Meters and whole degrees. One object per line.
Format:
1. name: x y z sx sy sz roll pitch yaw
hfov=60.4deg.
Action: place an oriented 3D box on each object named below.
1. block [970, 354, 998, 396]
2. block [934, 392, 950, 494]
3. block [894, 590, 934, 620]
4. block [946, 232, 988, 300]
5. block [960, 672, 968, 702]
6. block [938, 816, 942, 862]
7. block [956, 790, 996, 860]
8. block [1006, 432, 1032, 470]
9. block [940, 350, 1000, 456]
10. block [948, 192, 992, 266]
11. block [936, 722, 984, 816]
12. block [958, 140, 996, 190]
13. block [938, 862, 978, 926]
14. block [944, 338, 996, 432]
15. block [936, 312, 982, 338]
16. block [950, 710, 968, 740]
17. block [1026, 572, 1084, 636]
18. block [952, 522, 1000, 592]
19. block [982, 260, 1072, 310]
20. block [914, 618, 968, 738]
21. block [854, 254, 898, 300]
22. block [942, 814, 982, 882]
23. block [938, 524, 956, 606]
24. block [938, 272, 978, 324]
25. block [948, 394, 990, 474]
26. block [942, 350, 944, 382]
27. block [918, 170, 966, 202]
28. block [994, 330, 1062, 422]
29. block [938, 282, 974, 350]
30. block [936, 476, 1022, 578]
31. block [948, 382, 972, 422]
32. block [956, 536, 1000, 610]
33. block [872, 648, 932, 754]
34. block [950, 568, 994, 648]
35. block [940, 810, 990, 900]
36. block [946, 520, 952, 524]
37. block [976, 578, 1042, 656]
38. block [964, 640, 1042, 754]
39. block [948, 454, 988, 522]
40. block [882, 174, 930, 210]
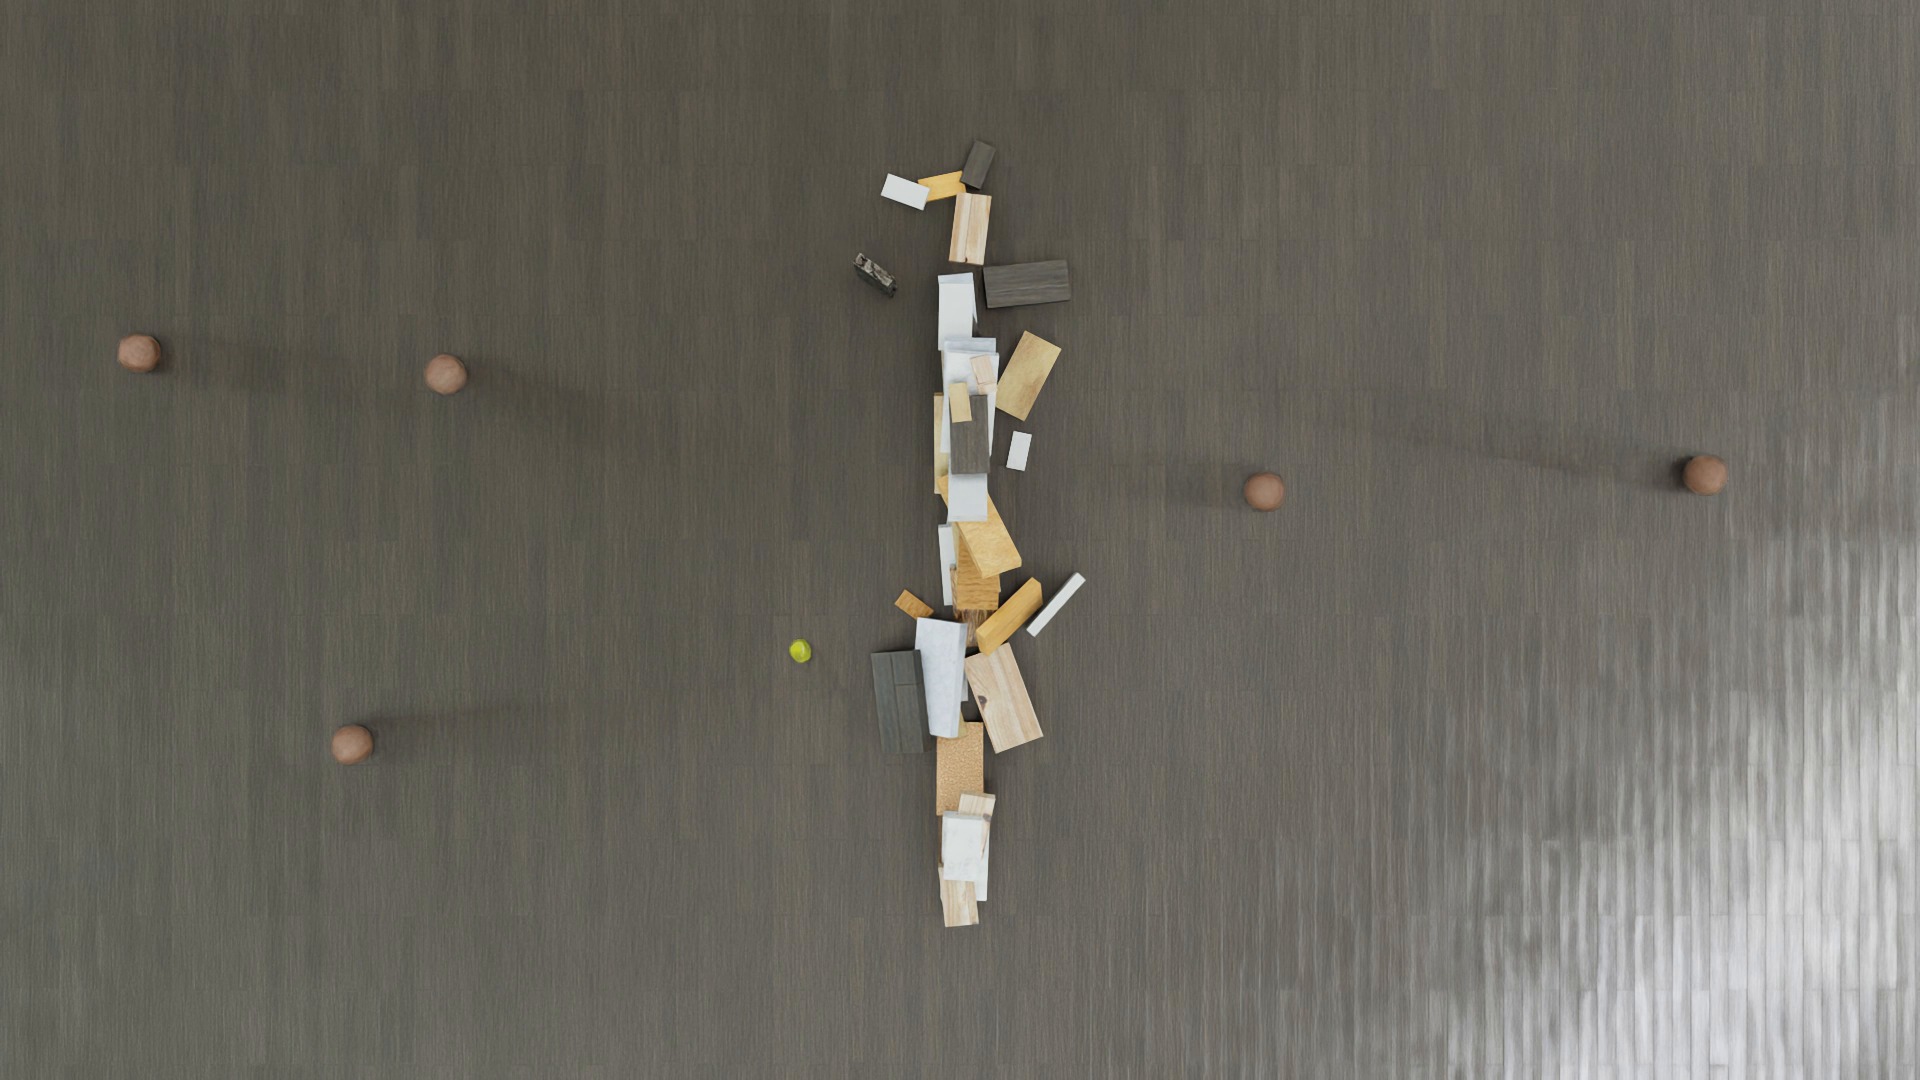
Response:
1. block: 0.076 -0.529 5.267 0.061 0.017 0.122 -13 109 5
2. block: -0.001 -0.318 5.424 0.166 0.047 0.331 0 109 0
3. block: -0.152 0.223 5.492 0.120 0.017 0.060 36 90 0
4. block: 0.019 -0.920 5.484 0.113 0.032 0.227 9 90 0
5. block: -0.004 0.476 5.492 0.060 0.017 0.120 -1 90 0
6. block: 0.005 0.951 5.479 0.152 0.043 0.303 0 90 0
7. block: 0.039 0.921 5.336 0.110 0.031 0.221 10 108 -3
8. block: 0.196 -0.296 5.491 0.061 0.017 0.122 12 90 0
9. block: 0.030 -0.443 5.330 0.166 0.047 0.331 4 109 -1
10. block: 0.034 -1.028 5.452 0.113 0.032 0.227 7 90 0
11. block: 0.000 0.755 5.445 0.152 0.043 0.303 0 77 0
12. block: 0.058 -1.245 5.478 0.074 0.021 0.148 22 85 -8
13. block: -0.004 1.161 5.414 0.110 0.031 0.221 -6 108 2
14. block: 0.029 -0.498 5.410 0.166 0.047 0.331 1 114 0
15. block: 0.016 -0.670 5.448 0.108 0.031 0.217 -22 105 5
16. block: -0.019 0.597 5.451 0.060 0.017 0.120 -13 70 -5
17. block: 0.313 0.211 5.438 0.035 0.125 0.249 42 90 0
18. block: 0.051 0.043 5.369 0.134 0.038 0.268 -7 91 0
19. block: 0.220 -0.846 5.465 0.280 0.038 0.135 -7 90 -7
20. block: -0.074 0.450 5.425 0.167 0.047 0.375 7 93 33
21. block: -0.274 -0.856 5.365 0.135 0.269 0.038 35 90 0
22. block: 0.008 0.994 5.327 0.110 0.031 0.221 4 108 -1
23. block: 0.005 0.078 5.443 0.134 0.038 0.268 -4 107 0
24. block: -0.005 -0.766 5.458 0.113 0.032 0.227 -6 103 0
25. block: 0.030 -0.339 5.302 0.125 0.035 0.249 -2 100 1
26. block: -0.003 -0.550 5.450 0.108 0.031 0.217 -3 106 1
27. block: -0.059 -1.175 5.489 0.148 0.021 0.074 -12 90 0
28. block: 0.214 -0.544 5.481 0.135 0.038 0.269 27 90 0
29. block: -0.014 -0.727 5.366 0.108 0.031 0.217 1 106 -1
30. block: 0.058 -0.059 5.296 0.133 0.038 0.398 -18 57 -12
31. block: 0.000 -0.439 5.258 0.061 0.017 0.122 -7 100 1
32. block: 0.060 0.090 5.332 0.133 0.038 0.266 2 91 0
33. block: -0.194 0.533 5.434 0.167 0.047 0.335 -6 90 33
34. block: 0.044 0.219 5.445 0.134 0.038 0.268 -5 106 0
35. block: 0.016 1.037 5.413 0.152 0.043 0.303 2 108 -1
36. block: -0.002 -0.084 5.425 0.076 0.022 0.153 7 106 -3
37. block: 0.163 0.253 5.393 0.038 0.133 0.266 38 69 26
38. block: 0.138 0.519 5.458 0.167 0.047 0.335 -20 96 0
39. block: 0.025 -0.171 5.331 0.125 0.035 0.249 0 55 0
40. block: -0.180 -1.155 5.476 0.148 0.021 0.074 21 95 8
